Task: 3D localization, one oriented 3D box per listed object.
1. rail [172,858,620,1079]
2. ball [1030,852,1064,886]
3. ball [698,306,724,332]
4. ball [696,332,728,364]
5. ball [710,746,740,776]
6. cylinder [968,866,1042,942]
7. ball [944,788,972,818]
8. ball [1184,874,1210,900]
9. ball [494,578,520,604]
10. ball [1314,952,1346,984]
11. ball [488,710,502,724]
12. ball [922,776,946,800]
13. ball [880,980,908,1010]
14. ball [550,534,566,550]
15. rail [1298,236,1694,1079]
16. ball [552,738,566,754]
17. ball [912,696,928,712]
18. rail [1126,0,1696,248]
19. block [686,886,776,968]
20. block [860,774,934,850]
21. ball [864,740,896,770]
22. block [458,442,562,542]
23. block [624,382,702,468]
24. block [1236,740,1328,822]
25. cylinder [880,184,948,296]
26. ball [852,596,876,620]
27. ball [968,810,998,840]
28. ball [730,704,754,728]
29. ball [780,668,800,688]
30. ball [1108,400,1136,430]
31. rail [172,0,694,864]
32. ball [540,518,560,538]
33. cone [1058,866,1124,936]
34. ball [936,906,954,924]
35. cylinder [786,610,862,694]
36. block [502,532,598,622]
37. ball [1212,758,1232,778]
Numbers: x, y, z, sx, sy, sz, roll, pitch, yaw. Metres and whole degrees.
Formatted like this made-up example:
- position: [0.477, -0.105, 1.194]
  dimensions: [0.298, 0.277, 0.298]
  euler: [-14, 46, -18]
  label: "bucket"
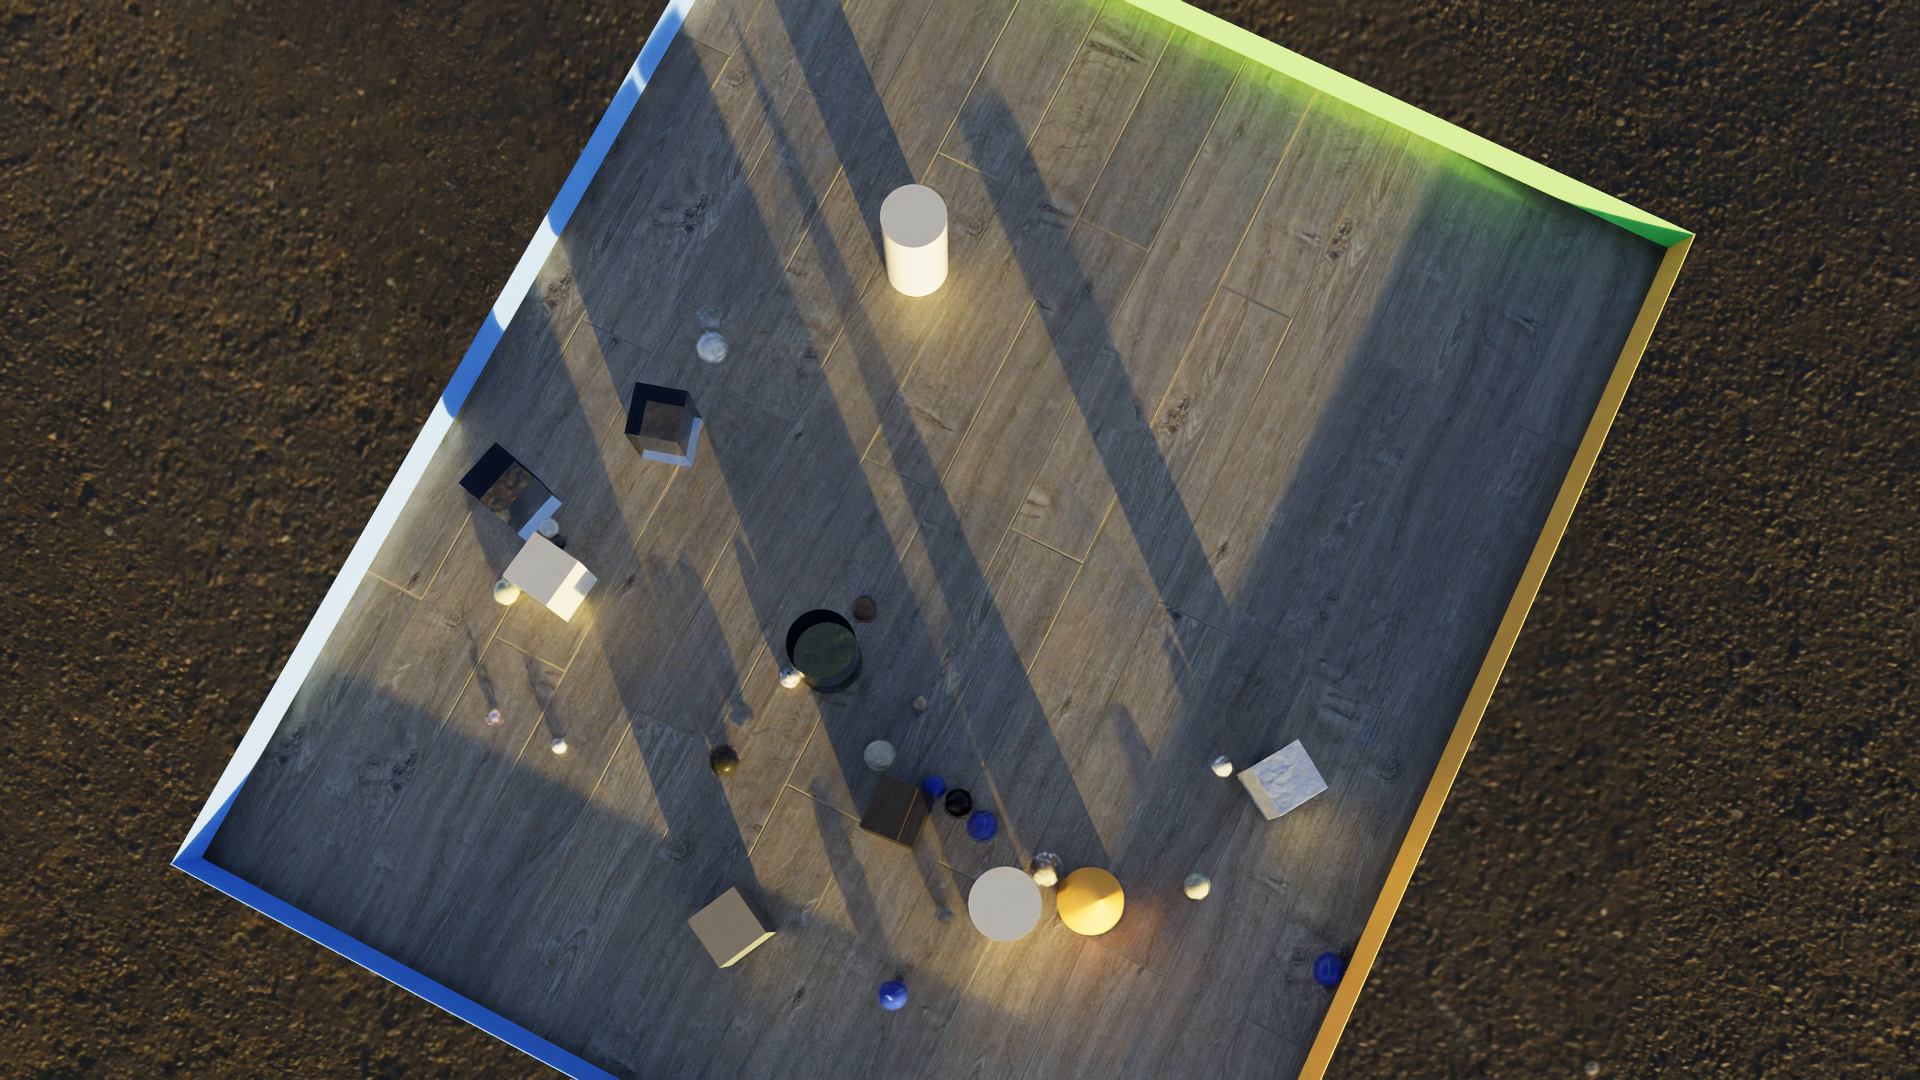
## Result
- position: [-0.830, 1.633, 5.212]
  dimensions: [3.219, 0.129, 0.045]
  euler: [26, 80, 5]
  label: "rail"
- position: [0.254, 0.963, 5.367]
  dimensions: [0.099, 0.099, 0.099]
  euler: [0, 78, 0]
  label: "ball"
- position: [-0.779, -0.688, 5.718]
  dimensions: [0.080, 0.080, 0.080]
  euler: [0, 78, 0]
  label: "ball"
- position: [-0.770, -0.596, 5.692]
  dimensions: [0.095, 0.095, 0.095]
  euler: [0, 78, 0]
  label: "ball"
- position: [-0.699, 0.655, 5.436]
  dimensions: [0.088, 0.088, 0.088]
  euler: [0, 78, 0]
  label: "ball"
- position: [0.121, 1.027, 5.160]
  dimensions: [0.198, 0.478, 0.198]
  euler: [0, 78, 0]
  label: "cylinder"
- position: [-0.004, 0.777, 5.414]
  dimensions: [0.083, 0.083, 0.083]
  euler: [0, 78, 0]
  label: "ball"
- position: [0.692, 1.015, 5.368]
  dimensions: [0.075, 0.075, 0.075]
  euler: [0, 78, 0]
  label: "ball"
- position: [-1.372, 0.155, 5.545]
  dimensions: [0.077, 0.077, 0.077]
  euler: [0, 78, 0]
  label: "ball"
- position: [1.071, 1.243, 5.313]
  dimensions: [0.091, 0.091, 0.091]
  euler: [0, 78, 0]
  label: "ball"
- position: [-1.392, 0.528, 5.486]
  dimensions: [0.041, 0.041, 0.041]
  euler: [0, 78, 0]
  label: "ball"
- position: [-0.078, 0.732, 5.429]
  dimensions: [0.071, 0.071, 0.071]
  euler: [0, 78, 0]
  label: "ball"
- position: [-0.192, 1.316, 5.301]
  dimensions: [0.084, 0.084, 0.084]
  euler: [0, 78, 0]
  label: "ball"
- position: [-1.224, 0.008, 5.591]
  dimensions: [0.047, 0.047, 0.047]
  euler: [0, 78, 0]
  label: "ball"
- position: [1.418, 0.701, 5.405]
  dimensions: [0.045, 0.129, 3.761]
  euler: [26, 80, 5]
  label: "rail"
- position: [-1.196, 0.614, 5.466]
  dimensions: [0.046, 0.046, 0.046]
  euler: [0, 78, 0]
  label: "ball"
- position: [-0.121, 0.491, 5.491]
  dimensions: [0.046, 0.046, 0.046]
  euler: [0, 78, 0]
  label: "ball"
- position: [0.830, -1.619, 5.885]
  dimensions: [3.219, 0.129, 0.045]
  euler: [26, 80, 5]
  label: "rail"
- position: [-0.648, 1.105, 5.236]
  dimensions: [0.159, 0.298, 0.159]
  euler: [-36, 81, -7]
  label: "block"
- position: [-0.179, 0.789, 5.291]
  dimensions: [0.159, 0.318, 0.159]
  euler: [21, 79, 4]
  label: "block"
- position: [-0.238, 0.638, 5.437]
  dimensions: [0.093, 0.093, 0.093]
  euler: [0, 78, 0]
  label: "ball"
- position: [-1.335, -0.139, 5.463]
  dimensions: [0.159, 0.357, 0.159]
  euler: [39, 81, 7]
  label: "block"
- position: [-0.892, -0.345, 5.533]
  dimensions: [0.159, 0.304, 0.159]
  euler: [10, 78, 2]
  label: "block"
- position: [0.933, 0.700, 5.327]
  dimensions: [0.159, 0.283, 0.159]
  euler: [-30, 80, -6]
  label: "block"
- position: [-0.136, -0.908, 5.587]
  dimensions: [0.198, 0.426, 0.198]
  euler: [0, 78, 0]
  label: "cylinder"
- position: [-0.290, 0.207, 5.536]
  dimensions: [0.074, 0.074, 0.074]
  euler: [0, 78, 0]
  label: "ball"
- position: [0.066, 0.840, 5.397]
  dimensions: [0.089, 0.089, 0.089]
  euler: [0, 78, 0]
  label: "ball"
- position: [-0.651, 0.523, 5.472]
  dimensions: [0.071, 0.071, 0.071]
  euler: [0, 78, 0]
  label: "ball"
- position: [-0.511, 0.414, 5.500]
  dimensions: [0.060, 0.060, 0.060]
  euler: [0, 78, 0]
  label: "ball"
- position: [0.499, -0.386, 5.651]
  dimensions: [0.088, 0.088, 0.088]
  euler: [0, 78, 0]
  label: "ball"
- position: [-1.418, -0.688, 5.692]
  dimensions: [0.045, 0.129, 3.761]
  euler: [26, 80, 5]
  label: "rail"
- position: [-1.254, -0.037, 5.593]
  dimensions: [0.060, 0.060, 0.060]
  euler: [0, 78, 0]
  label: "ball"
- position: [0.385, 1.022, 5.200]
  dimensions: [0.198, 0.402, 0.198]
  euler: [0, 78, 0]
  label: "cone"
- position: [-0.045, 1.097, 5.364]
  dimensions: [0.050, 0.050, 0.050]
  euler: [0, 78, 0]
  label: "ball"
- position: [-0.394, 0.329, 5.366]
  dimensions: [0.198, 0.357, 0.198]
  euler: [0, 78, 0]
  label: "cylinder"
- position: [-1.215, 0.112, 5.445]
  dimensions: [0.159, 0.291, 0.159]
  euler: [33, 80, 6]
  label: "block"
- position: [0.779, 0.675, 5.447]
  dimensions: [0.058, 0.058, 0.058]
  euler: [0, 78, 0]
  label: "ball"
